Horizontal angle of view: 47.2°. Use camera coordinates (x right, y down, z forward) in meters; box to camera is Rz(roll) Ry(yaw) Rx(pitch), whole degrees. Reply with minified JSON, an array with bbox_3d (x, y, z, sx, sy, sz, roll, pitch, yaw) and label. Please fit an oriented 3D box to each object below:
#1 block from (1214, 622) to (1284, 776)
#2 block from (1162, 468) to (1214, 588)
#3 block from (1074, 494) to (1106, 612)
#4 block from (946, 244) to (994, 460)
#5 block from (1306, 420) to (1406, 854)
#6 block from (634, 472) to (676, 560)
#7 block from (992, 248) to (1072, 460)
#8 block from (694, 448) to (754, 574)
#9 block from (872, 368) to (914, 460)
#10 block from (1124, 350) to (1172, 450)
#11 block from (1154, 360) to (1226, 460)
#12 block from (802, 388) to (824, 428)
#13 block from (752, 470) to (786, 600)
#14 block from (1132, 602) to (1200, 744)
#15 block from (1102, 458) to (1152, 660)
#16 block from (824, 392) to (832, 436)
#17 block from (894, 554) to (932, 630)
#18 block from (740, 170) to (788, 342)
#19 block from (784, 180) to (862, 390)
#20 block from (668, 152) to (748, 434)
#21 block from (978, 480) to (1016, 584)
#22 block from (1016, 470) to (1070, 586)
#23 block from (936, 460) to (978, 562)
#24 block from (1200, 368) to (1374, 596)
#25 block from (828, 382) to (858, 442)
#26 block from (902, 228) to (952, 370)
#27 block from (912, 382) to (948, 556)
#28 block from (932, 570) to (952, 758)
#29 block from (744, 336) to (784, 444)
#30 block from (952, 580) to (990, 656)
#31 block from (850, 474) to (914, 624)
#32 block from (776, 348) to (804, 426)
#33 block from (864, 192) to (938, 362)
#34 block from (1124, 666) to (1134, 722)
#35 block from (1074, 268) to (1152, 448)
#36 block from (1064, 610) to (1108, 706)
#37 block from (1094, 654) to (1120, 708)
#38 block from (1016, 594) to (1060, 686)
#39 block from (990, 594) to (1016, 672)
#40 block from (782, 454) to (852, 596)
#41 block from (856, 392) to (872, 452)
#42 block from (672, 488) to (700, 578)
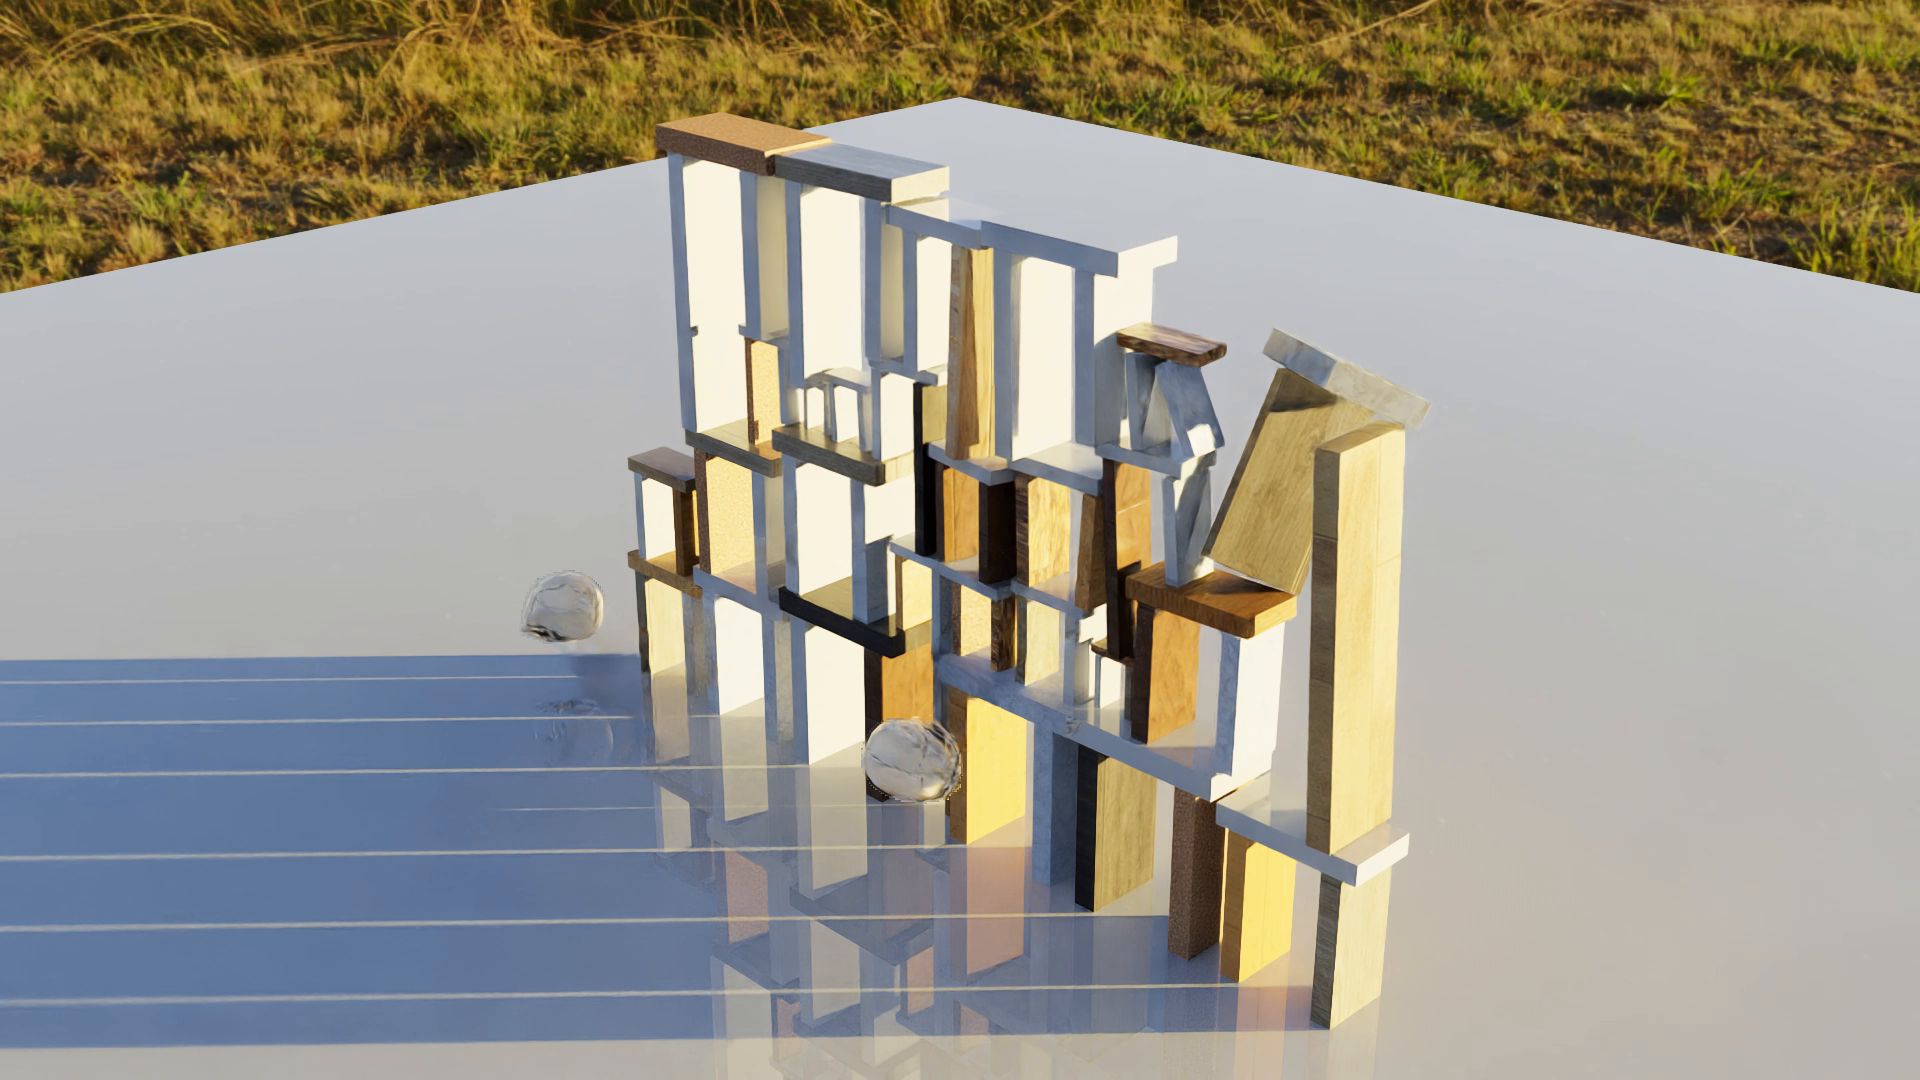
[{"bbox_3d":[0.499,0.261,3.795,0.038,0.268,0.134,20,30,37],"label":"block"},{"bbox_3d":[0.392,-0.025,3.785,0.096,0.192,0.027,-22,26,-40],"label":"block"},{"bbox_3d":[0.262,0.009,3.947,0.111,0.221,0.031,-21,34,-40],"label":"block"},{"bbox_3d":[0.046,-0.351,4.031,0.132,0.407,0.037,-8,22,-25],"label":"block"},{"bbox_3d":[0.645,0.165,3.597,0.175,0.706,0.049,-22,28,-40],"label":"block"},{"bbox_3d":[-0.675,-0.067,4.925,0.029,0.203,0.102,21,31,41],"label":"block"},{"bbox_3d":[0.130,-0.345,3.929,0.044,0.382,0.155,20,30,41],"label":"block"},{"bbox_3d":[-0.498,-0.079,4.725,0.040,0.282,0.141,21,31,41],"label":"block"},{"bbox_3d":[-0.129,-0.253,4.259,0.026,0.183,0.091,20,29,39],"label":"block"},{"bbox_3d":[0.324,-0.246,3.776,0.024,0.167,0.084,12,24,43],"label":"block"},{"bbox_3d":[0.390,-0.227,3.730,0.084,0.167,0.024,-22,5,-42],"label":"block"},{"bbox_3d":[-0.294,-0.274,4.428,0.045,0.091,0.013,-21,31,-40],"label":"block"},{"bbox_3d":[-0.365,-0.028,4.602,0.040,0.282,0.141,21,31,41],"label":"block"},{"bbox_3d":[0.368,0.216,3.910,0.038,0.268,0.134,22,31,40],"label":"block"},{"bbox_3d":[0.300,0.023,3.912,0.027,0.375,0.096,15,26,41],"label":"block"},{"bbox_3d":[-0.251,-0.258,4.389,0.045,0.091,0.013,-21,31,-40],"label":"block"},{"bbox_3d":[-0.092,0.092,4.360,0.079,0.158,0.022,-21,31,-40],"label":"block"},{"bbox_3d":[-0.351,-0.578,4.362,0.048,0.338,0.169,21,31,40],"label":"block"},{"bbox_3d":[-0.266,-0.511,4.308,0.044,0.414,0.154,20,29,39],"label":"block"},{"bbox_3d":[-0.509,-0.524,4.556,0.048,0.589,0.169,21,31,40],"label":"block"},{"bbox_3d":[0.081,-0.023,4.100,0.098,0.196,0.028,-14,22,-36],"label":"block"},{"bbox_3d":[0.153,-0.036,4.051,0.111,0.221,0.031,-21,30,-41],"label":"block"},{"bbox_3d":[0.002,-0.065,4.203,0.098,0.196,0.028,-12,20,-33],"label":"block"},{"bbox_3d":[0.563,-0.100,3.770,0.175,0.349,0.049,23,-1,-11],"label":"block"},{"bbox_3d":[-0.229,-0.260,4.356,0.017,0.120,0.060,16,28,42],"label":"block"},{"bbox_3d":[-0.047,-0.459,4.103,0.037,0.264,0.132,18,27,39],"label":"block"},{"bbox_3d":[-0.046,-0.143,4.211,0.091,0.347,0.026,-20,30,-39],"label":"block"},{"bbox_3d":[-0.019,0.236,4.340,0.079,0.405,0.022,-21,31,-40],"label":"block"},{"bbox_3d":[-0.403,-0.316,4.528,0.023,0.228,0.080,21,31,41],"label":"block"},{"bbox_3d":[0.024,0.136,4.251,0.082,0.164,0.023,-21,31,-40],"label":"block"},{"bbox_3d":[-0.147,0.002,4.388,0.151,0.301,0.043,-21,31,-41],"label":"block"},{"bbox_3d":[-0.329,-0.319,4.446,0.080,0.159,0.023,-21,30,-41],"label":"block"},{"bbox_3d":[-0.111,-0.506,4.159,0.044,0.309,0.154,20,29,38],"label":"block"},{"bbox_3d":[0.322,0.270,3.989,0.015,0.108,0.054,20,30,39],"label":"block"},{"bbox_3d":[0.266,-0.330,3.802,0.044,0.311,0.155,17,28,40],"label":"block"},{"bbox_3d":[0.232,0.208,4.059,0.026,0.182,0.091,21,31,41],"label":"block"},{"bbox_3d":[0.271,0.249,4.037,0.015,0.108,0.054,21,30,41],"label":"block"},{"bbox_3d":[0.147,0.175,4.138,0.026,0.182,0.091,21,31,40],"label":"block"},{"bbox_3d":[0.097,0.164,4.186,0.082,0.164,0.023,-17,28,-34],"label":"block"},{"bbox_3d":[-0.290,-0.052,4.516,0.043,0.301,0.151,21,31,40],"label":"block"},{"bbox_3d":[-0.172,-0.238,4.305,0.017,0.120,0.060,18,29,41],"label":"block"},{"bbox_3d":[-0.579,-0.030,4.837,0.029,0.203,0.102,21,31,41],"label":"block"}]
